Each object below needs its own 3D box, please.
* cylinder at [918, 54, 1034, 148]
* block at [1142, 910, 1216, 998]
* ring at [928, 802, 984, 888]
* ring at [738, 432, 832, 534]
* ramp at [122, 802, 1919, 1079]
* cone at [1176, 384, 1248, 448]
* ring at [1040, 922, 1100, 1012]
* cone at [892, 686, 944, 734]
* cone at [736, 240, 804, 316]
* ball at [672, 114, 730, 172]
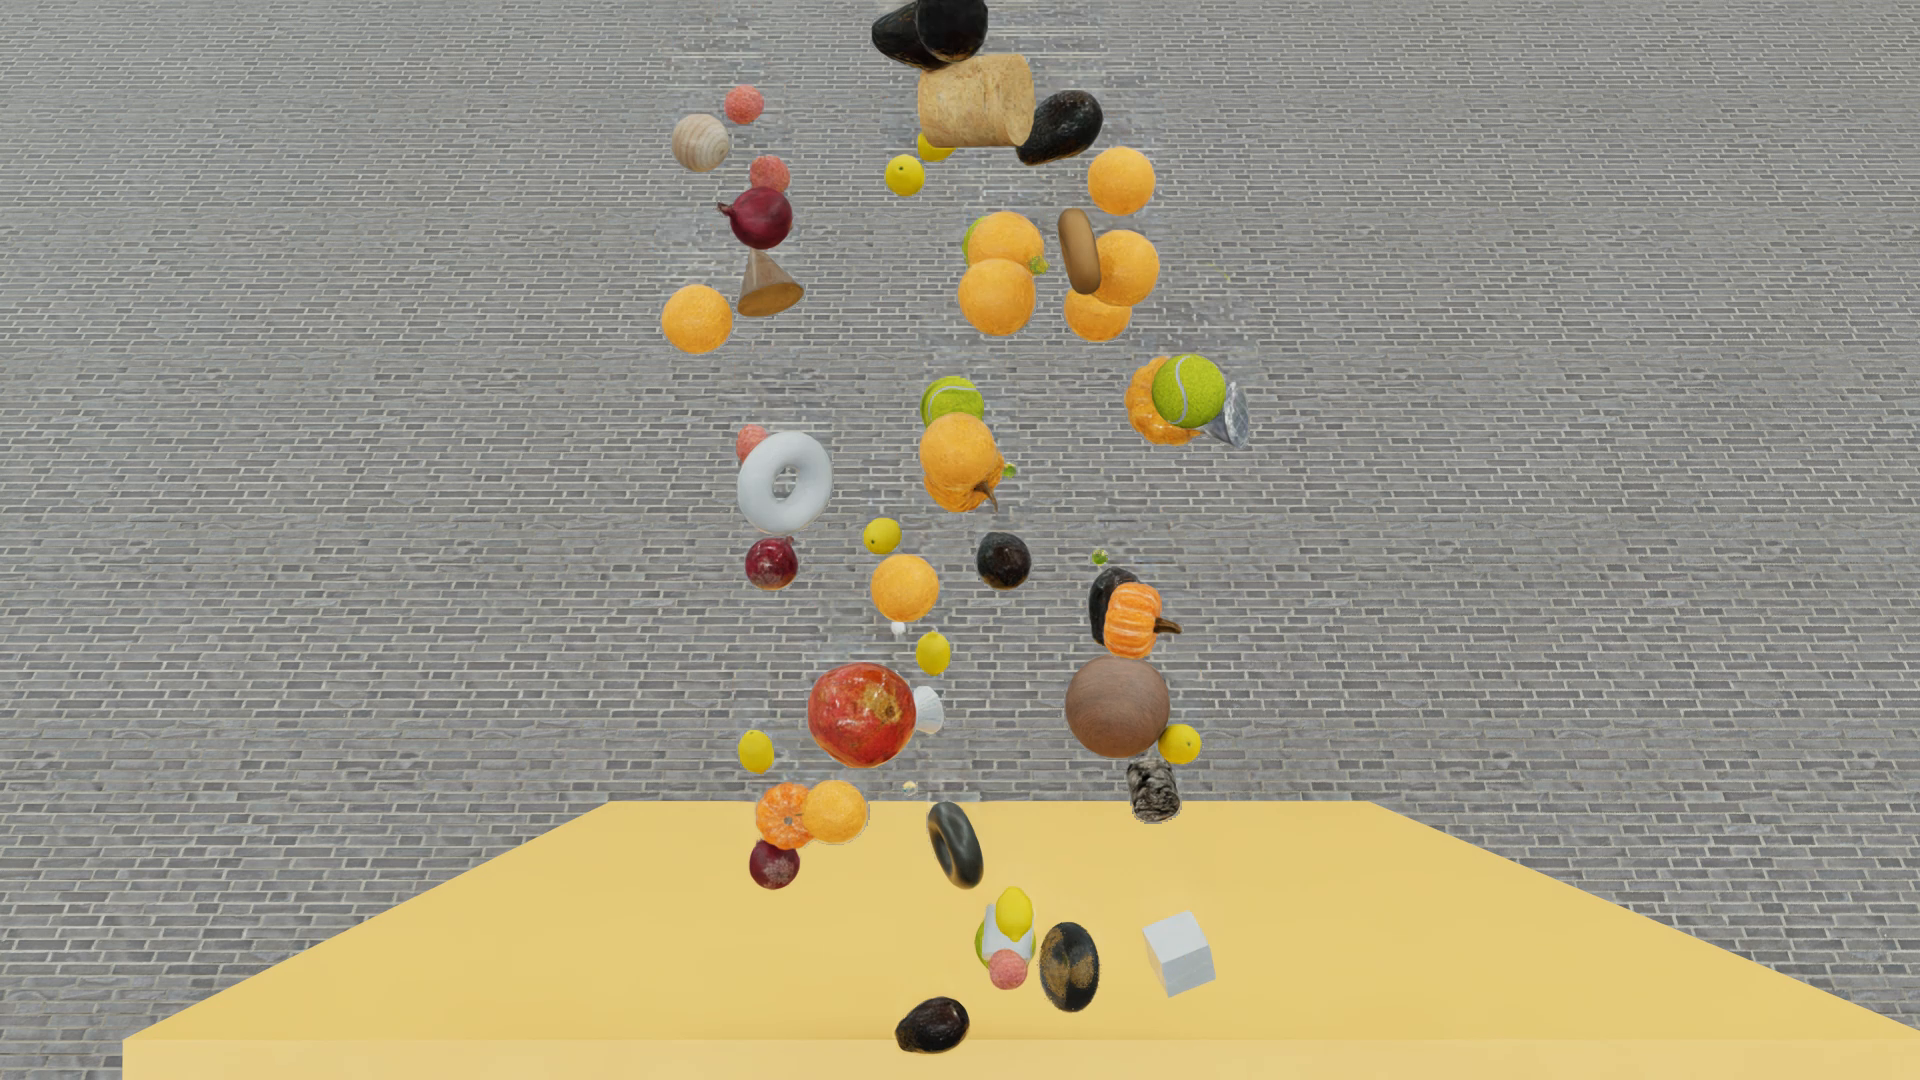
[{"bbox_3d":[0.015,-0.384,2.275,0.079,0.079,0.079,2,34,23],"label":"cylinder"},{"bbox_3d":[0.240,0.452,2.842,0.057,0.057,0.057,-20,39,-7],"label":"block"},{"bbox_3d":[-0.005,0.337,2.870,0.034,0.102,0.102,-19,39,-16],"label":"ring"},{"bbox_3d":[-0.178,-0.058,2.650,0.109,0.109,0.036,-24,31,-30],"label":"ring"},{"bbox_3d":[0.078,0.670,4.858,2.000,0.100,4.000,0,-2,0],"label":"ramp"},{"bbox_3d":[0.240,-0.119,2.539,0.064,0.064,0.064,-4,31,27],"label":"cone"},{"bbox_3d":[0.119,0.465,2.829,0.033,0.098,0.098,2,31,-29],"label":"ring"},{"bbox_3d":[-0.059,0.202,3.006,0.057,0.057,0.057,-14,36,-41],"label":"cone"},{"bbox_3d":[-0.209,-0.284,2.735,0.072,0.072,0.072,-12,72,-16],"label":"cone"},{"bbox_3d":[-0.250,-0.383,2.506,0.056,0.056,0.056,0,36,0],"label":"ball"}]
